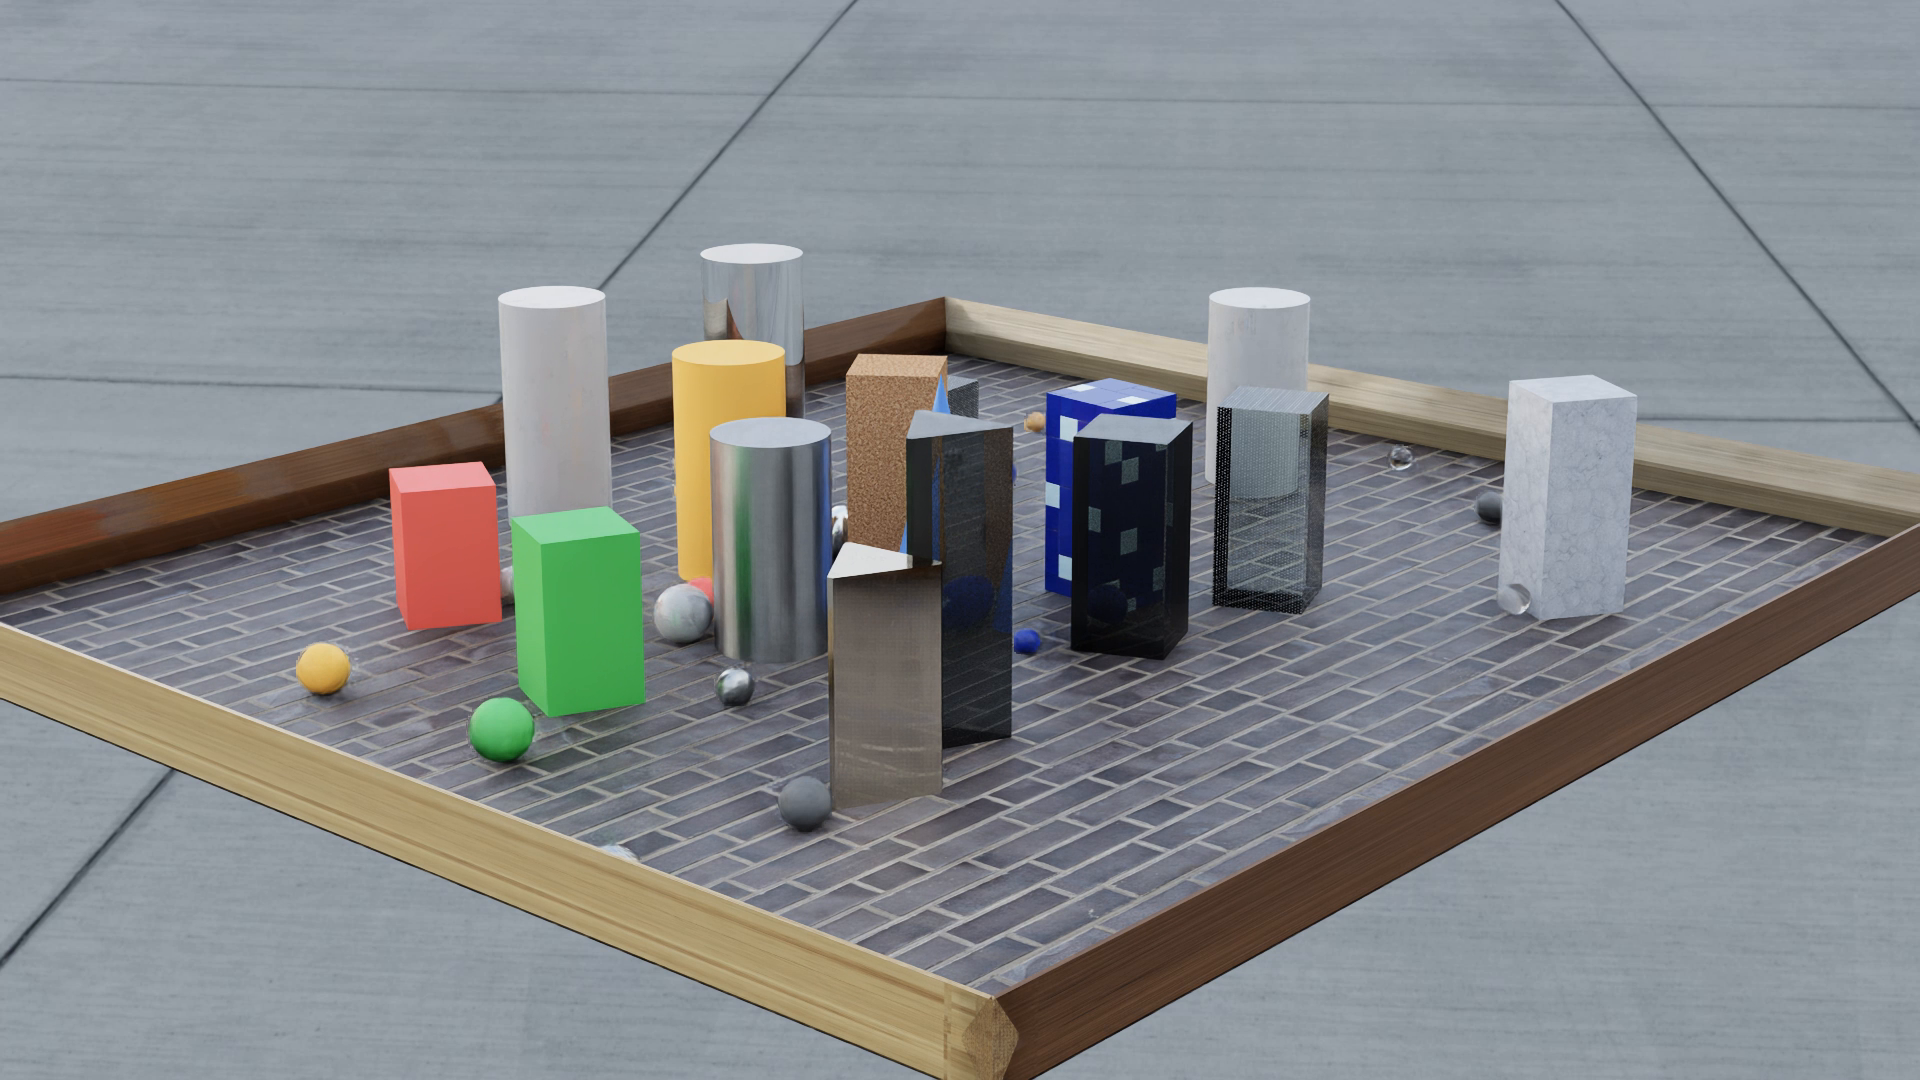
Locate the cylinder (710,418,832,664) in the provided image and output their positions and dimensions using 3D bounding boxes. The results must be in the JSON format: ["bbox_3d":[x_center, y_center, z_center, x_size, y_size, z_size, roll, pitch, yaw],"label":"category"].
[{"bbox_3d":[-0.309,-0.001,4.827,0.198,0.364,0.198,0,17,0],"label":"cylinder"}]

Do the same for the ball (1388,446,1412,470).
[{"bbox_3d":[0.890,-0.165,5.920,0.047,0.047,0.047,0,17,0],"label":"ball"}]

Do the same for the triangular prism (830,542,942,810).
[{"bbox_3d":[-0.133,0.189,4.226,0.171,0.346,0.148,-7,18,-23],"label":"triangular prism"}]

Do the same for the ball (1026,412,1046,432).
[{"bbox_3d":[0.161,-0.250,6.209,0.042,0.042,0.042,0,17,0],"label":"ball"}]

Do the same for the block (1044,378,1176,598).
[{"bbox_3d":[0.261,-0.083,5.110,0.158,0.356,0.158,-15,23,-41],"label":"block"}]

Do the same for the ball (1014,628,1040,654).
[{"bbox_3d":[0.111,0.167,4.826,0.043,0.043,0.043,0,17,0],"label":"ball"}]

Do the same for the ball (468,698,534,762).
[{"bbox_3d":[-0.681,0.282,4.352,0.096,0.096,0.096,0,17,0],"label":"ball"}]

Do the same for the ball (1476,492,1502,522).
[{"bbox_3d":[1.008,-0.062,5.561,0.057,0.057,0.057,0,17,0],"label":"ball"}]

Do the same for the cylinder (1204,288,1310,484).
[{"bbox_3d":[0.589,-0.301,5.816,0.198,0.367,0.198,0,17,0],"label":"cylinder"}]

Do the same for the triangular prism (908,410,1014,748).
[{"bbox_3d":[-0.030,0.057,4.421,0.171,0.487,0.148,-8,18,-25],"label":"triangular prism"}]

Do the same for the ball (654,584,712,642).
[{"bbox_3d":[-0.461,0.122,4.879,0.098,0.098,0.098,0,17,0],"label":"ball"}]

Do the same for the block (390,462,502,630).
[{"bbox_3d":[-0.879,0.009,5.007,0.158,0.241,0.158,-5,18,-17],"label":"block"}]

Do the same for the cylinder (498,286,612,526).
[{"bbox_3d":[-0.759,-0.245,5.514,0.198,0.433,0.198,0,17,0],"label":"cylinder"}]

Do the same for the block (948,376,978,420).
[{"bbox_3d":[-0.075,-0.175,5.587,0.158,0.257,0.158,11,20,33],"label":"block"}]

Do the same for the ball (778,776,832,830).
[{"bbox_3d":[-0.216,0.368,4.103,0.075,0.075,0.075,0,17,0],"label":"ball"}]

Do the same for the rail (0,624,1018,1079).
[{"bbox_3d":[-0.902,0.332,4.125,2.528,0.129,0.045,14,22,39],"label":"rail"}]

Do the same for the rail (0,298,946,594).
[{"bbox_3d":[-0.937,-0.202,5.899,0.045,0.129,2.800,14,22,39],"label":"rail"}]

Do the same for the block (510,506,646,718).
[{"bbox_3d":[-0.599,0.111,4.601,0.158,0.280,0.158,-8,18,-24],"label":"block"}]

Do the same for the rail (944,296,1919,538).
[{"bbox_3d":[0.902,-0.268,6.115,2.528,0.129,0.045,14,22,39],"label":"rail"}]

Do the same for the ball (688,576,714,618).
[{"bbox_3d":[-0.438,0.100,4.990,0.075,0.075,0.075,0,17,0],"label":"ball"}]

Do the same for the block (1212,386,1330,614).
[{"bbox_3d":[0.537,-0.070,5.073,0.158,0.354,0.158,6,18,18],"label":"block"}]

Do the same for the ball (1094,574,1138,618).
[{"bbox_3d":[0.267,0.095,5.008,0.076,0.076,0.076,0,17,0],"label":"ball"}]

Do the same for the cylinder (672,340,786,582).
[{"bbox_3d":[-0.407,-0.137,5.209,0.198,0.403,0.198,0,17,0],"label":"cylinder"}]

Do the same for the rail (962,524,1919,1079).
[{"bbox_3d":[0.937,0.267,4.341,0.045,0.129,2.800,14,22,39],"label":"rail"}]

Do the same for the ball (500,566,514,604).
[{"bbox_3d":[-0.774,0.078,5.079,0.066,0.066,0.066,0,17,0],"label":"ball"}]

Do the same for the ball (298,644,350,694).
[{"bbox_3d":[-1.005,0.204,4.637,0.081,0.081,0.081,0,17,0],"label":"ball"}]

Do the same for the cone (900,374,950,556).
[{"bbox_3d":[-0.032,-0.071,4.939,0.198,0.432,0.198,0,17,0],"label":"cone"}]

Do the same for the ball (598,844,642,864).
[{"bbox_3d":[-0.457,0.441,3.839,0.086,0.086,0.086,0,17,0],"label":"ball"}]

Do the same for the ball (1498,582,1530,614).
[{"bbox_3d":[0.950,0.101,5.025,0.054,0.054,0.054,0,17,0],"label":"ball"}]

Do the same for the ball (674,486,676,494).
[{"bbox_3d":[-0.513,-0.096,5.646,0.072,0.072,0.072,0,17,0],"label":"ball"}]

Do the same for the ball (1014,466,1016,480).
[{"bbox_3d":[0.071,-0.132,5.753,0.079,0.079,0.079,0,17,0],"label":"ball"}]

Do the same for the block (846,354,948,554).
[{"bbox_3d":[-0.110,-0.119,5.173,0.158,0.389,0.158,2,17,6],"label":"block"}]

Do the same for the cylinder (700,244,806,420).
[{"bbox_3d":[-0.402,-0.329,5.730,0.198,0.470,0.198,0,17,0],"label":"cylinder"}]

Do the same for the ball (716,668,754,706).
[{"bbox_3d":[-0.351,0.229,4.590,0.059,0.059,0.059,0,17,0],"label":"ball"}]

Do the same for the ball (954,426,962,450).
[{"bbox_3d":[-0.047,-0.200,5.945,0.099,0.099,0.099,0,17,0],"label":"ball"}]

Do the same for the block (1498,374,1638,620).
[{"bbox_3d":[1.042,-0.075,5.039,0.158,0.382,0.158,-5,17,-16],"label":"block"}]

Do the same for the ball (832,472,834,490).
[{"bbox_3d":[-0.286,-0.115,5.685,0.087,0.087,0.087,0,17,0],"label":"ball"}]

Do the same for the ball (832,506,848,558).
[{"bbox_3d":[-0.214,-0.015,5.337,0.095,0.095,0.095,0,17,0],"label":"ball"}]

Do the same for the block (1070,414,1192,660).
[{"bbox_3d":[0.284,-0.007,4.843,0.158,0.366,0.158,6,18,18],"label":"block"}]

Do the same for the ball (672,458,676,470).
[{"bbox_3d":[-0.547,-0.155,5.869,0.056,0.056,0.056,0,17,0],"label":"ball"}]
